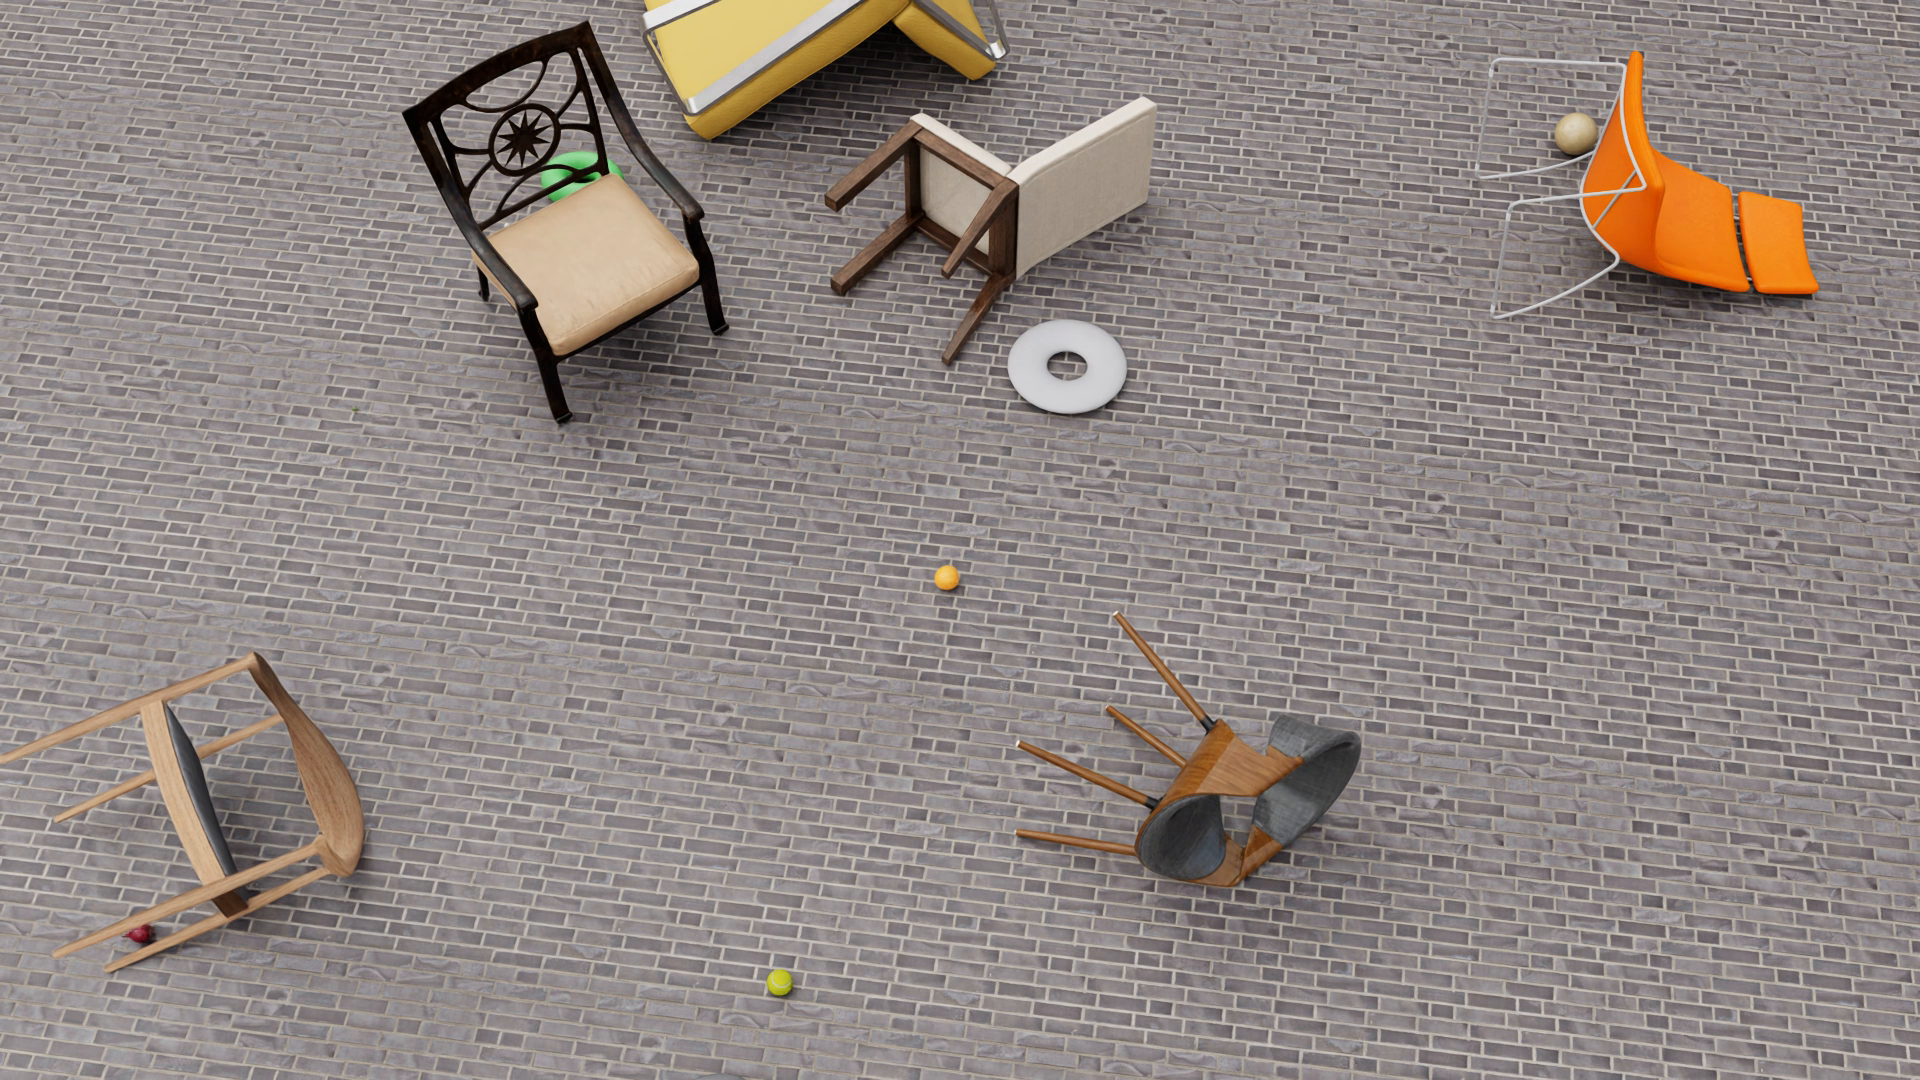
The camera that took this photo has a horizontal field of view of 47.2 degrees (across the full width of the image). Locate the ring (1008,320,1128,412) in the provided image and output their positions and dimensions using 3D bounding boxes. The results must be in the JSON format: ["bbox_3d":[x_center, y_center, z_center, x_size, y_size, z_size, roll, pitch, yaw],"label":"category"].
[{"bbox_3d":[0.337,-0.547,6.906,0.378,0.059,0.373,6,56,3],"label":"ring"}]

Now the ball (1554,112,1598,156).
[{"bbox_3d":[2.076,-1.368,7.406,0.143,0.143,0.143,0,56,0],"label":"ball"}]

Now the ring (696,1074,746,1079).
[{"bbox_3d":[-0.667,1.478,5.551,0.346,0.054,0.226,-31,61,-20],"label":"ring"}]

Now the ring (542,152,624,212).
[{"bbox_3d":[-1.253,-1.191,7.308,0.282,0.109,0.220,10,55,8],"label":"ring"}]
